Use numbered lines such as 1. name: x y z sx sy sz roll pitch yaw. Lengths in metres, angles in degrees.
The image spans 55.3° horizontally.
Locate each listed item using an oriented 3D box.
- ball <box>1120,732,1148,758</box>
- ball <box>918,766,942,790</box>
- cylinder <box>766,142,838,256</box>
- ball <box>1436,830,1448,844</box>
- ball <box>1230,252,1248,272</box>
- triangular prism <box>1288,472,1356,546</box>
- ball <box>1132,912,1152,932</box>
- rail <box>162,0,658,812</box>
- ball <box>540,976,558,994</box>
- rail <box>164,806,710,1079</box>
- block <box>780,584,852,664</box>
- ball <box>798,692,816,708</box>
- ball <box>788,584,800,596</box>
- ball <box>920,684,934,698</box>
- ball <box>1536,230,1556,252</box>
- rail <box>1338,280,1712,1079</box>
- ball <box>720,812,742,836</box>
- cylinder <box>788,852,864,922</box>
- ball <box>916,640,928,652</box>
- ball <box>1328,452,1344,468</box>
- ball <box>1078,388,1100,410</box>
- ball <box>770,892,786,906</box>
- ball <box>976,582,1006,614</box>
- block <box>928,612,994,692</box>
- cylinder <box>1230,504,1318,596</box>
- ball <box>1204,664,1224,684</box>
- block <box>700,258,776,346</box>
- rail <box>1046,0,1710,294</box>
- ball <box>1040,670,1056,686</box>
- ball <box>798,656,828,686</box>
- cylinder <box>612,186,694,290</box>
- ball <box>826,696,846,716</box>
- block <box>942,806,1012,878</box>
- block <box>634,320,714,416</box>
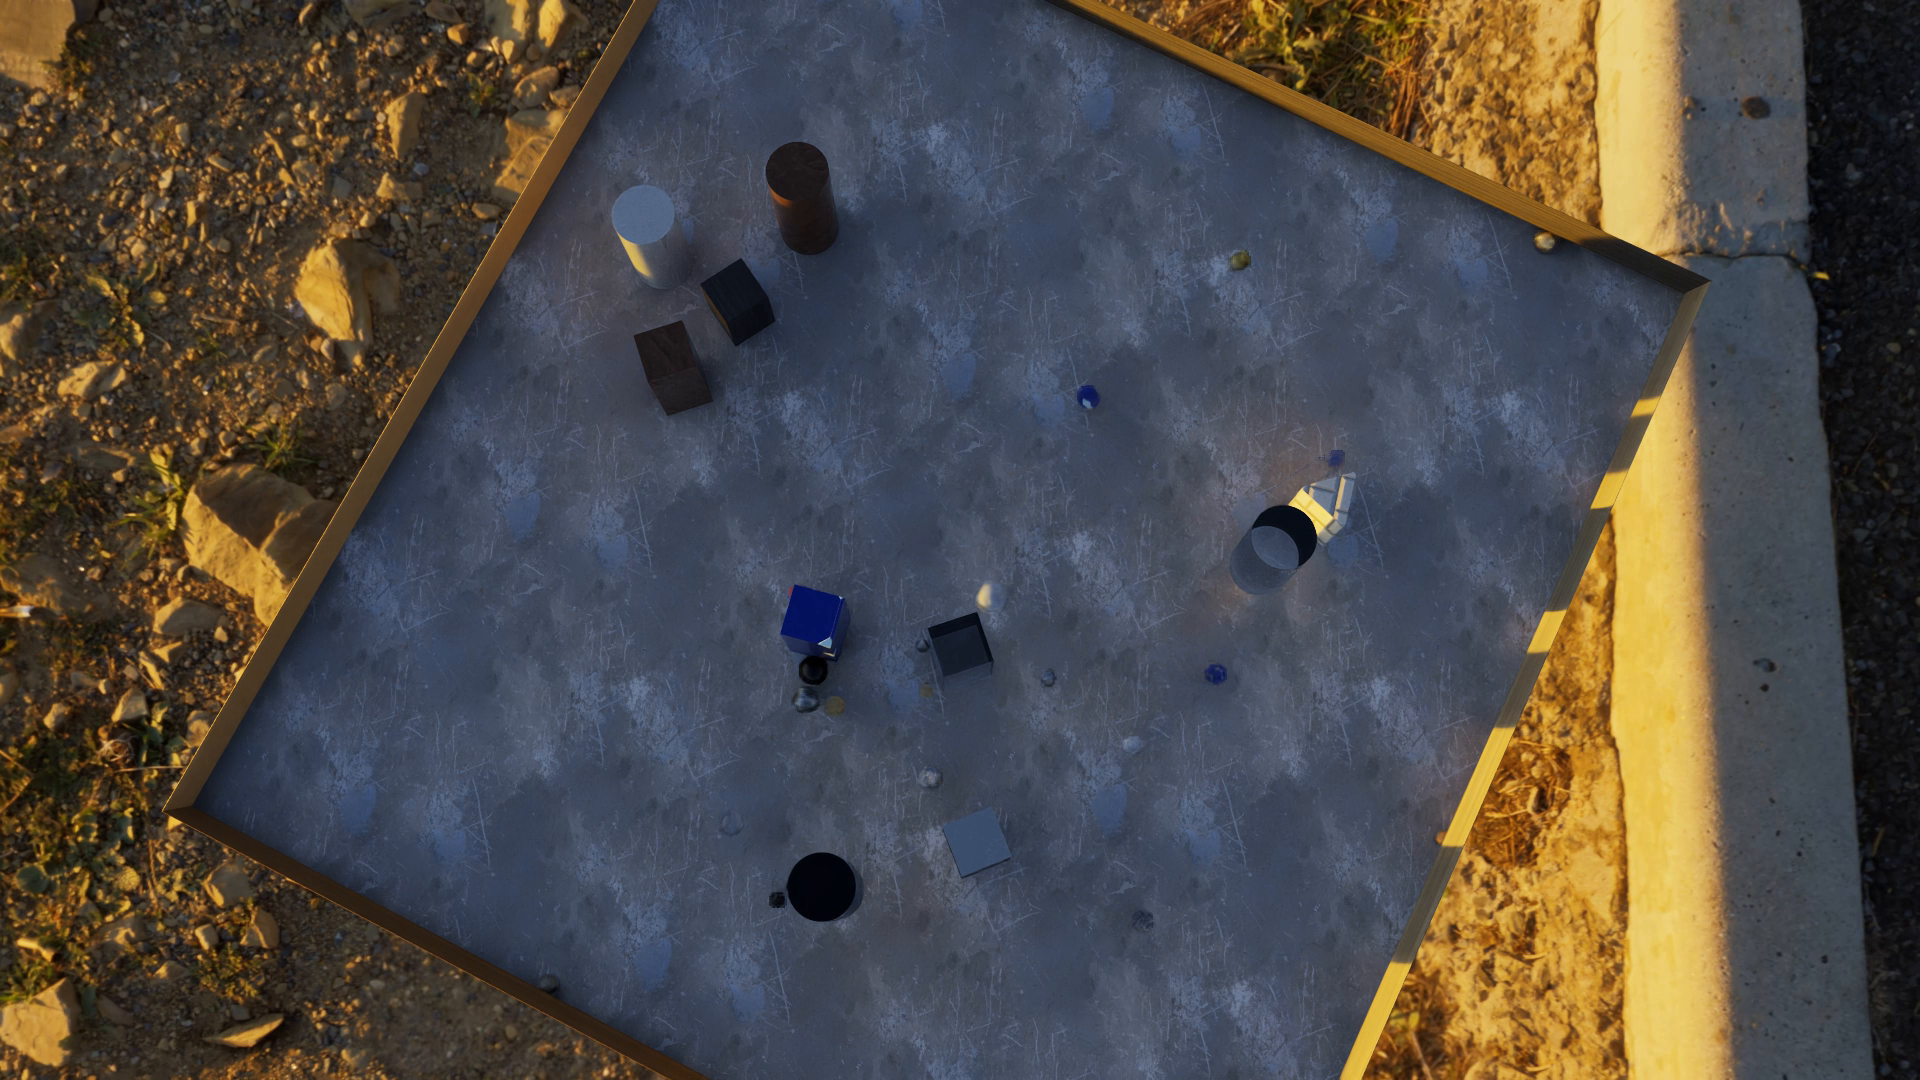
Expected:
1. ball: 0.518 0.610 5.463 0.081 0.081 0.081 0 78 0
2. ball: -0.088 0.707 5.433 0.073 0.073 0.073 0 78 0
3. cylinder: -0.478 -1.038 5.603 0.186 0.447 0.186 0 78 0
4. ball: 1.425 0.878 5.413 0.042 0.042 0.042 0 78 0
5. ball: 0.878 -0.876 5.767 0.059 0.059 0.059 0 78 0
6. triangular prism: 1.105 -0.116 5.487 0.161 0.301 0.140 43 82 8
7. ball: 0.531 1.114 5.357 0.058 0.058 0.058 0 78 0
8. rail: -1.512 -0.734 5.705 0.045 0.121 3.531 26 80 5
9. ball: -1.195 1.292 5.323 0.051 0.051 0.051 0 78 0
10. rail: -0.779 1.532 5.237 3.428 0.121 0.045 26 80 5
11. block: -0.421 0.250 5.393 0.149 0.336 0.149 15 79 3
12. ball: -0.459 0.478 5.476 0.052 0.052 0.052 0 78 0
13. ball: -0.495 0.160 5.557 0.052 0.052 0.052 0 78 0
14. ball: -0.100 0.451 5.502 0.042 0.042 0.042 0 78 0
15. ball: 1.847 -0.941 5.778 0.065 0.065 0.065 0 78 0
16. rail: 1.512 0.747 5.399 0.045 0.121 3.531 26 80 5
17. ball: -0.675 0.839 5.409 0.066 0.066 0.066 0 78 0
18. cylinder: -0.375 0.986 5.188 0.186 0.439 0.186 0 78 0
19. ball: -0.114 0.321 5.529 0.041 0.041 0.041 0 78 0
20. ball: 1.155 -0.247 5.643 0.049 0.049 0.049 0 78 0
21. ball: 0.399 -0.439 5.672 0.068 0.068 0.068 0 78 0
22. ball: -0.534 1.053 5.376 0.044 0.044 0.044 0 78 0
23. ball: 0.095 0.175 5.533 0.092 0.092 0.092 0 78 0
24. block: 0.002 0.332 5.367 0.149 0.353 0.149 -18 79 -4
25. cylinder: 0.916 0.036 5.387 0.186 0.434 0.186 0 78 0
26. ball: 0.763 0.401 5.502 0.061 0.061 0.061 0 78 0
27. block: -0.683 -0.731 5.648 0.149 0.234 0.149 -34 80 -7
28. rail: 0.779 -1.519 5.868 3.428 0.121 0.045 26 80 5
29. ball: 0.265 0.416 5.506 0.047 0.047 0.047 0 78 0
30. ball: -0.439 0.391 5.490 0.089 0.089 0.089 0 78 0
31. cylinder: -0.936 -0.922 5.606 0.186 0.393 0.186 0 78 0
32. ball: -0.373 0.495 5.484 0.059 0.059 0.059 0 78 0
33. block: 0.047 0.871 5.250 0.149 0.365 0.149 -21 79 -4
34. block: -0.862 -0.515 5.534 0.149 0.371 0.149 -18 79 -4
